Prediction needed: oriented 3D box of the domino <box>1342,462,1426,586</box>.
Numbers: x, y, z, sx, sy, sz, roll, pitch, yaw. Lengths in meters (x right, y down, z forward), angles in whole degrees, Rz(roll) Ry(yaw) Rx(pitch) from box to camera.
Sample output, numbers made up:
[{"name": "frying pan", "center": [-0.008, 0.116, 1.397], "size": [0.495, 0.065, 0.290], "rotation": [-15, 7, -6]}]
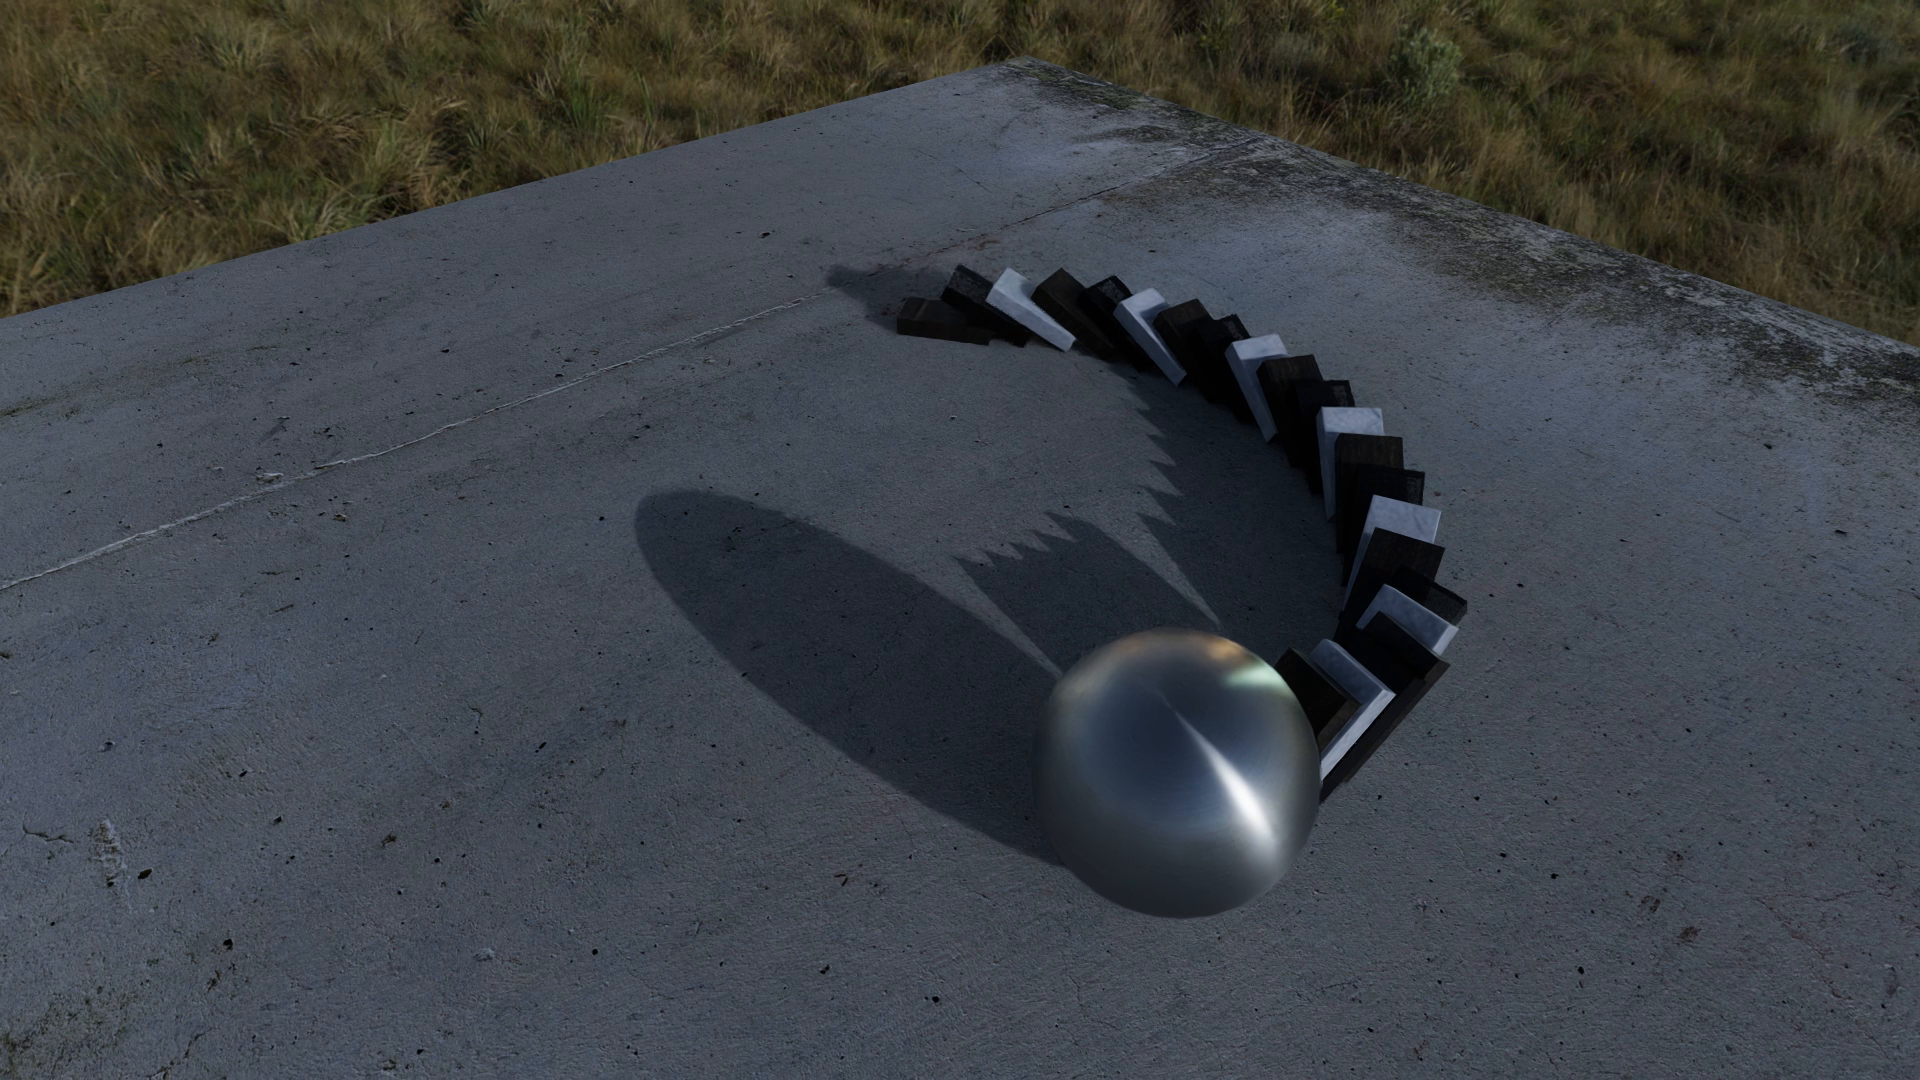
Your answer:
[{"name": "domino", "center": [0.166, -0.004, 0.431], "size": [0.025, 0.010, 0.050], "rotation": [10, 68, 12]}]

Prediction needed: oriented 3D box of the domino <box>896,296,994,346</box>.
[{"name": "domino", "center": [-0.006, -0.117, 0.586], "size": [0.050, 0.010, 0.025], "rotation": [9, 40, 11]}]

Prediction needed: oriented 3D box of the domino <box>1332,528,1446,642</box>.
[{"name": "domino", "center": [0.155, 0.022, 0.399], "size": [0.025, 0.009, 0.050], "rotation": [20, 71, 22]}]

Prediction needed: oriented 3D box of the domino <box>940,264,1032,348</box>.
[{"name": "domino", "center": [0.016, -0.123, 0.576], "size": [0.050, 0.009, 0.025], "rotation": [29, 41, -7]}]

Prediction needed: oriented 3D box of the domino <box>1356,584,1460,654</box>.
[{"name": "domino", "center": [0.138, 0.043, 0.363], "size": [0.010, 0.050, 0.025], "rotation": [16, 19, -49]}]

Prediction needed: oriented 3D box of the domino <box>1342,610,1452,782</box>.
[{"name": "domino", "center": [0.130, 0.050, 0.354], "size": [0.010, 0.050, 0.025], "rotation": [20, 22, -43]}]

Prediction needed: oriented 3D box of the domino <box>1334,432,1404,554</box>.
[{"name": "domino", "center": [0.167, -0.018, 0.448], "size": [0.025, 0.010, 0.050], "rotation": [5, 68, 5]}]

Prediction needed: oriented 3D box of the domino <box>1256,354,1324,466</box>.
[{"name": "domino", "center": [0.155, -0.059, 0.498], "size": [0.025, 0.010, 0.050], "rotation": [-9, 68, -11]}]

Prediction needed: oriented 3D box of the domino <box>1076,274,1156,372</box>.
[{"name": "domino", "center": [0.085, -0.111, 0.562], "size": [0.025, 0.009, 0.050], "rotation": [-32, 76, -33]}]

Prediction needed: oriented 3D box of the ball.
[{"name": "ball", "center": [0.060, 0.064, 0.309], "size": [0.080, 0.080, 0.080], "rotation": [0, 39, 0]}]

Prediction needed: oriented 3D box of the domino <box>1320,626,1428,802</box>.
[{"name": "domino", "center": [0.120, 0.055, 0.348], "size": [0.010, 0.050, 0.025], "rotation": [20, 21, -43]}]

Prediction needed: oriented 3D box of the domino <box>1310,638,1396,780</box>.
[{"name": "domino", "center": [0.109, 0.058, 0.344], "size": [0.010, 0.050, 0.025], "rotation": [20, 21, -43]}]

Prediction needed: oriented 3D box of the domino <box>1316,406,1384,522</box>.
[{"name": "domino", "center": [0.167, -0.032, 0.465], "size": [0.025, 0.009, 0.050], "rotation": [1, 67, 2]}]

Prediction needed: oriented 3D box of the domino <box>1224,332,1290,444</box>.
[{"name": "domino", "center": [0.146, -0.071, 0.513], "size": [0.025, 0.010, 0.050], "rotation": [-14, 69, -16]}]

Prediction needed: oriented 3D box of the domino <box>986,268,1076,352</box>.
[{"name": "domino", "center": [0.040, -0.120, 0.574], "size": [0.050, 0.010, 0.025], "rotation": [32, 43, -3]}]

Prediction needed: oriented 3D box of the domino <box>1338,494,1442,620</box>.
[{"name": "domino", "center": [0.162, 0.009, 0.414], "size": [0.025, 0.009, 0.050], "rotation": [16, 70, 18]}]

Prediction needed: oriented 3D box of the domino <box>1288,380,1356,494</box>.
[{"name": "domino", "center": [0.162, -0.046, 0.482], "size": [0.025, 0.010, 0.050], "rotation": [-4, 67, -5]}]

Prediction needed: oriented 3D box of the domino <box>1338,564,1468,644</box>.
[{"name": "domino", "center": [0.149, 0.035, 0.380], "size": [0.025, 0.009, 0.050], "rotation": [37, 83, 34]}]

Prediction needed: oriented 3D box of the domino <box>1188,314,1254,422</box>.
[{"name": "domino", "center": [0.133, -0.083, 0.527], "size": [0.025, 0.010, 0.050], "rotation": [-19, 71, -22]}]

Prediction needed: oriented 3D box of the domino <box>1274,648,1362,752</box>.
[{"name": "domino", "center": [0.097, 0.061, 0.341], "size": [0.010, 0.050, 0.025], "rotation": [20, 21, -43]}]

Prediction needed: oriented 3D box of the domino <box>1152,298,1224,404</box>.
[{"name": "domino", "center": [0.119, -0.093, 0.540], "size": [0.025, 0.009, 0.050], "rotation": [-24, 73, -26]}]

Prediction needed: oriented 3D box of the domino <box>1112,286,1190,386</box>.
[{"name": "domino", "center": [0.102, -0.102, 0.551], "size": [0.025, 0.009, 0.050], "rotation": [-30, 75, -32]}]

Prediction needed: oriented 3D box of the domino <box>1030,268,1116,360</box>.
[{"name": "domino", "center": [0.063, -0.117, 0.569], "size": [0.050, 0.010, 0.025], "rotation": [41, 49, 4]}]
